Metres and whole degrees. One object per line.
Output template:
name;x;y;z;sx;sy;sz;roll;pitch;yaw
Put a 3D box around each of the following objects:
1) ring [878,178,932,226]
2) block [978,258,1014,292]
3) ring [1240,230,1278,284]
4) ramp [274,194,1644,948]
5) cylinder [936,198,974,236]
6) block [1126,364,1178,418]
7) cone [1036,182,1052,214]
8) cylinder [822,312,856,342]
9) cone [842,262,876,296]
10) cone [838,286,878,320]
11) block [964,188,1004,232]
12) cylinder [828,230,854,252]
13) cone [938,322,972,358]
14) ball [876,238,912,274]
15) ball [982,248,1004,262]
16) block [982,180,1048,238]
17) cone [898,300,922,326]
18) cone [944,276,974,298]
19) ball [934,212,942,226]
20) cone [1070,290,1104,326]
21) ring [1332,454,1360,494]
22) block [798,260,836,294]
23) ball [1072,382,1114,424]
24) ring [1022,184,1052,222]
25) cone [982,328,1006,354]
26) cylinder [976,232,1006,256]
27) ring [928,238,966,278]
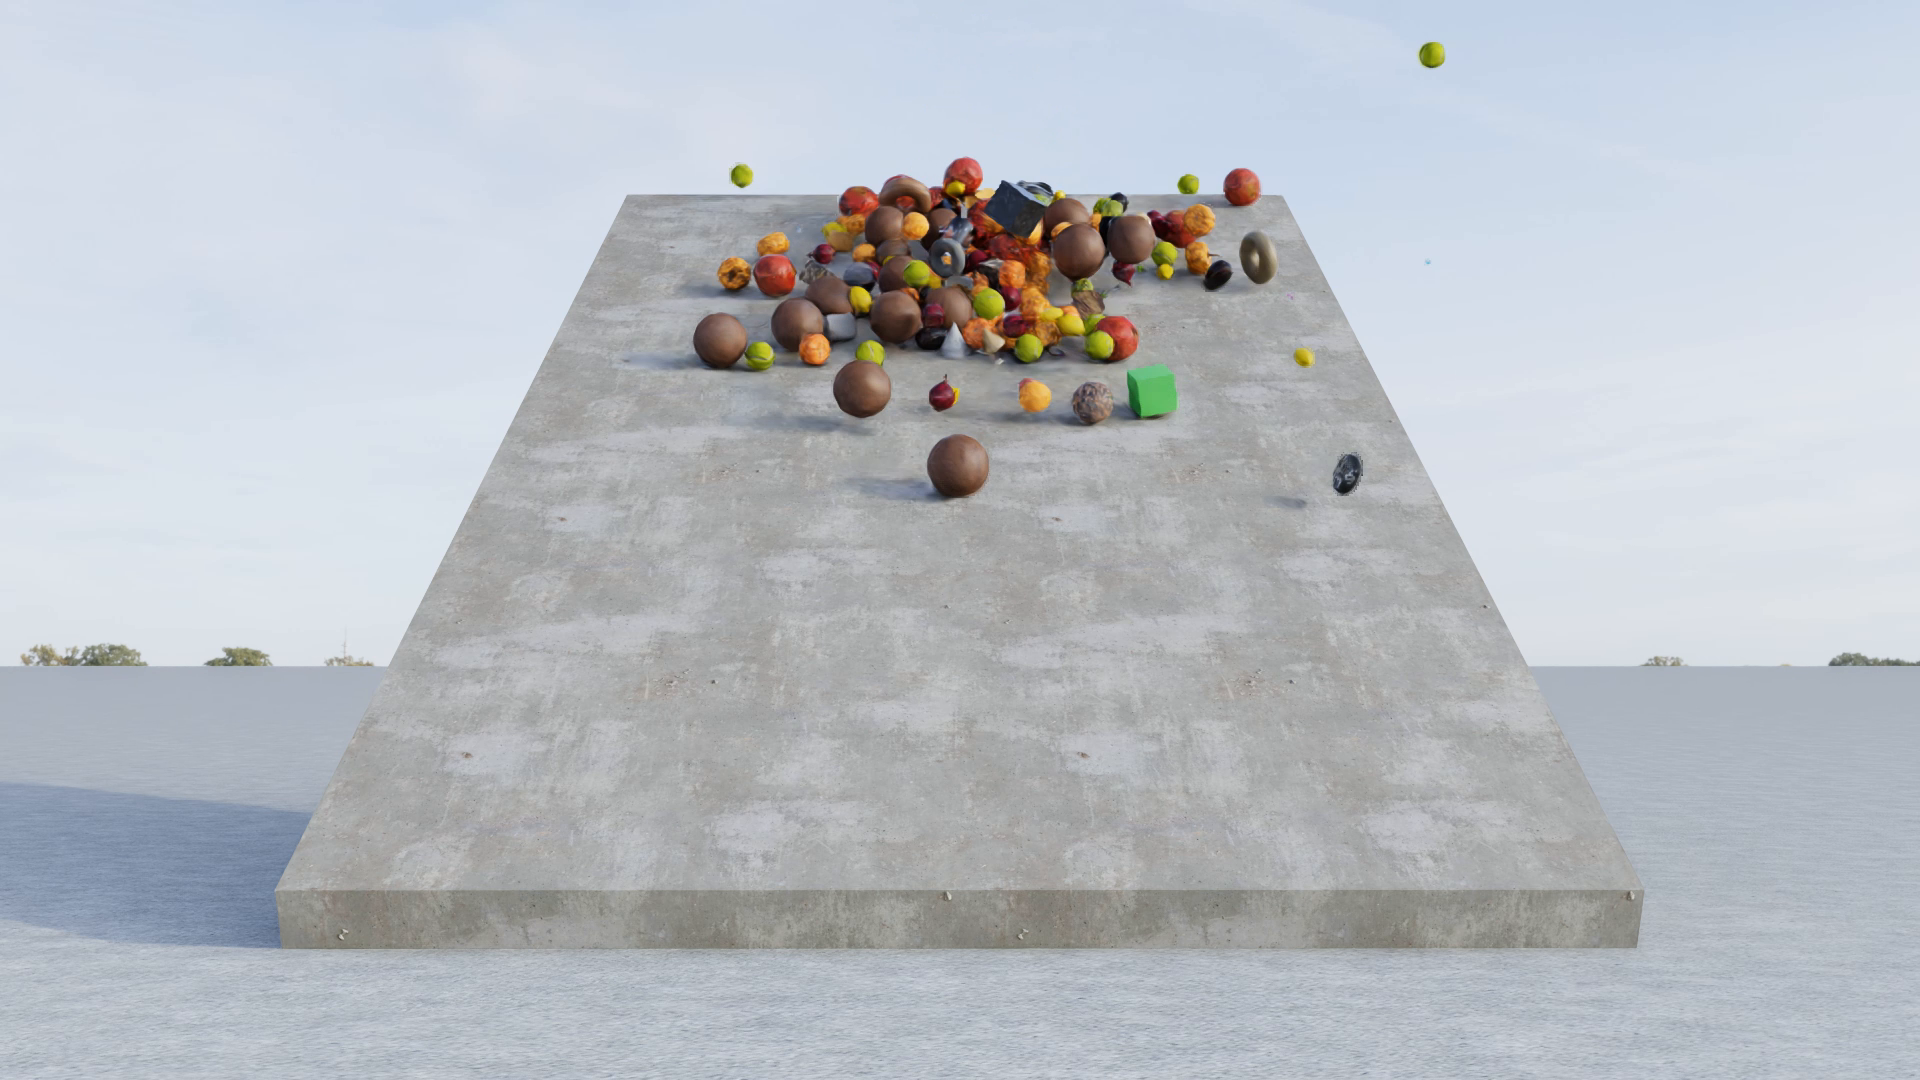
ring;-0.152;-0.934;6.379;0.150;0.150;0.050;1;42;1
block;0.098;-0.702;6.140;0.066;0.066;0.066;-20;33;-39
ring;0.791;-0.749;6.128;0.048;0.143;0.143;-15;3;-22
ramp;-0.007;-0.225;5.235;2.000;0.100;4.000;0;23;0
cylinder;-0.016;-0.929;6.636;0.088;0.088;0.088;1;25;-17
block;0.435;-0.339;5.239;0.087;0.087;0.087;-12;21;-10
cone;0.241;-0.957;6.642;0.098;0.098;0.098;2;40;-32
cylinder;-0.299;-0.525;5.722;0.068;0.068;0.068;4;-4;-22
cone;-0.245;-0.675;6.025;0.092;0.092;0.092;1;9;-26
cone;-0.248;-0.589;5.907;0.092;0.092;0.092;17;-13;-36
block;0.083;-0.955;6.699;0.097;0.097;0.097;19;30;38
cylinder;-0.334;-0.834;6.462;0.055;0.055;0.055;9;1;23
cone;-0.014;-0.494;5.634;0.082;0.082;0.082;0;23;0
ball;-0.181;-0.767;6.256;0.097;0.097;0.097;0;-3;0
ball;0.091;-0.768;6.309;0.057;0.057;0.057;0;-3;0
block;0.135;-0.805;5.630;0.093;0.093;0.093;42;17;29
cone;-0.112;-0.569;5.877;0.067;0.067;0.067;-2;-9;32
cone;0.015;-0.667;6.023;0.085;0.085;0.085;-2;27;30
ball;-0.025;-0.946;6.761;0.100;0.100;0.100;0;-3;0
cone;0.339;-0.585;5.903;0.090;0.090;0.090;-1;-4;22
ring;0.788;-0.135;4.715;0.028;0.083;0.083;16;-8;-19
block;-0.377;-0.692;6.084;0.058;0.058;0.058;34;4;38
ball;0.297;-0.309;5.184;0.094;0.094;0.094;0;-3;0
ring;0.199;-0.941;6.532;0.126;0.126;0.042;1;16;-17
cone;0.069;-0.489;5.562;0.060;0.060;0.060;-28;27;15
cylinder;0.083;-0.817;6.472;0.078;0.078;0.078;8;-2;0
ring;-0.034;-0.732;6.009;0.109;0.109;0.036;-2;17;33
